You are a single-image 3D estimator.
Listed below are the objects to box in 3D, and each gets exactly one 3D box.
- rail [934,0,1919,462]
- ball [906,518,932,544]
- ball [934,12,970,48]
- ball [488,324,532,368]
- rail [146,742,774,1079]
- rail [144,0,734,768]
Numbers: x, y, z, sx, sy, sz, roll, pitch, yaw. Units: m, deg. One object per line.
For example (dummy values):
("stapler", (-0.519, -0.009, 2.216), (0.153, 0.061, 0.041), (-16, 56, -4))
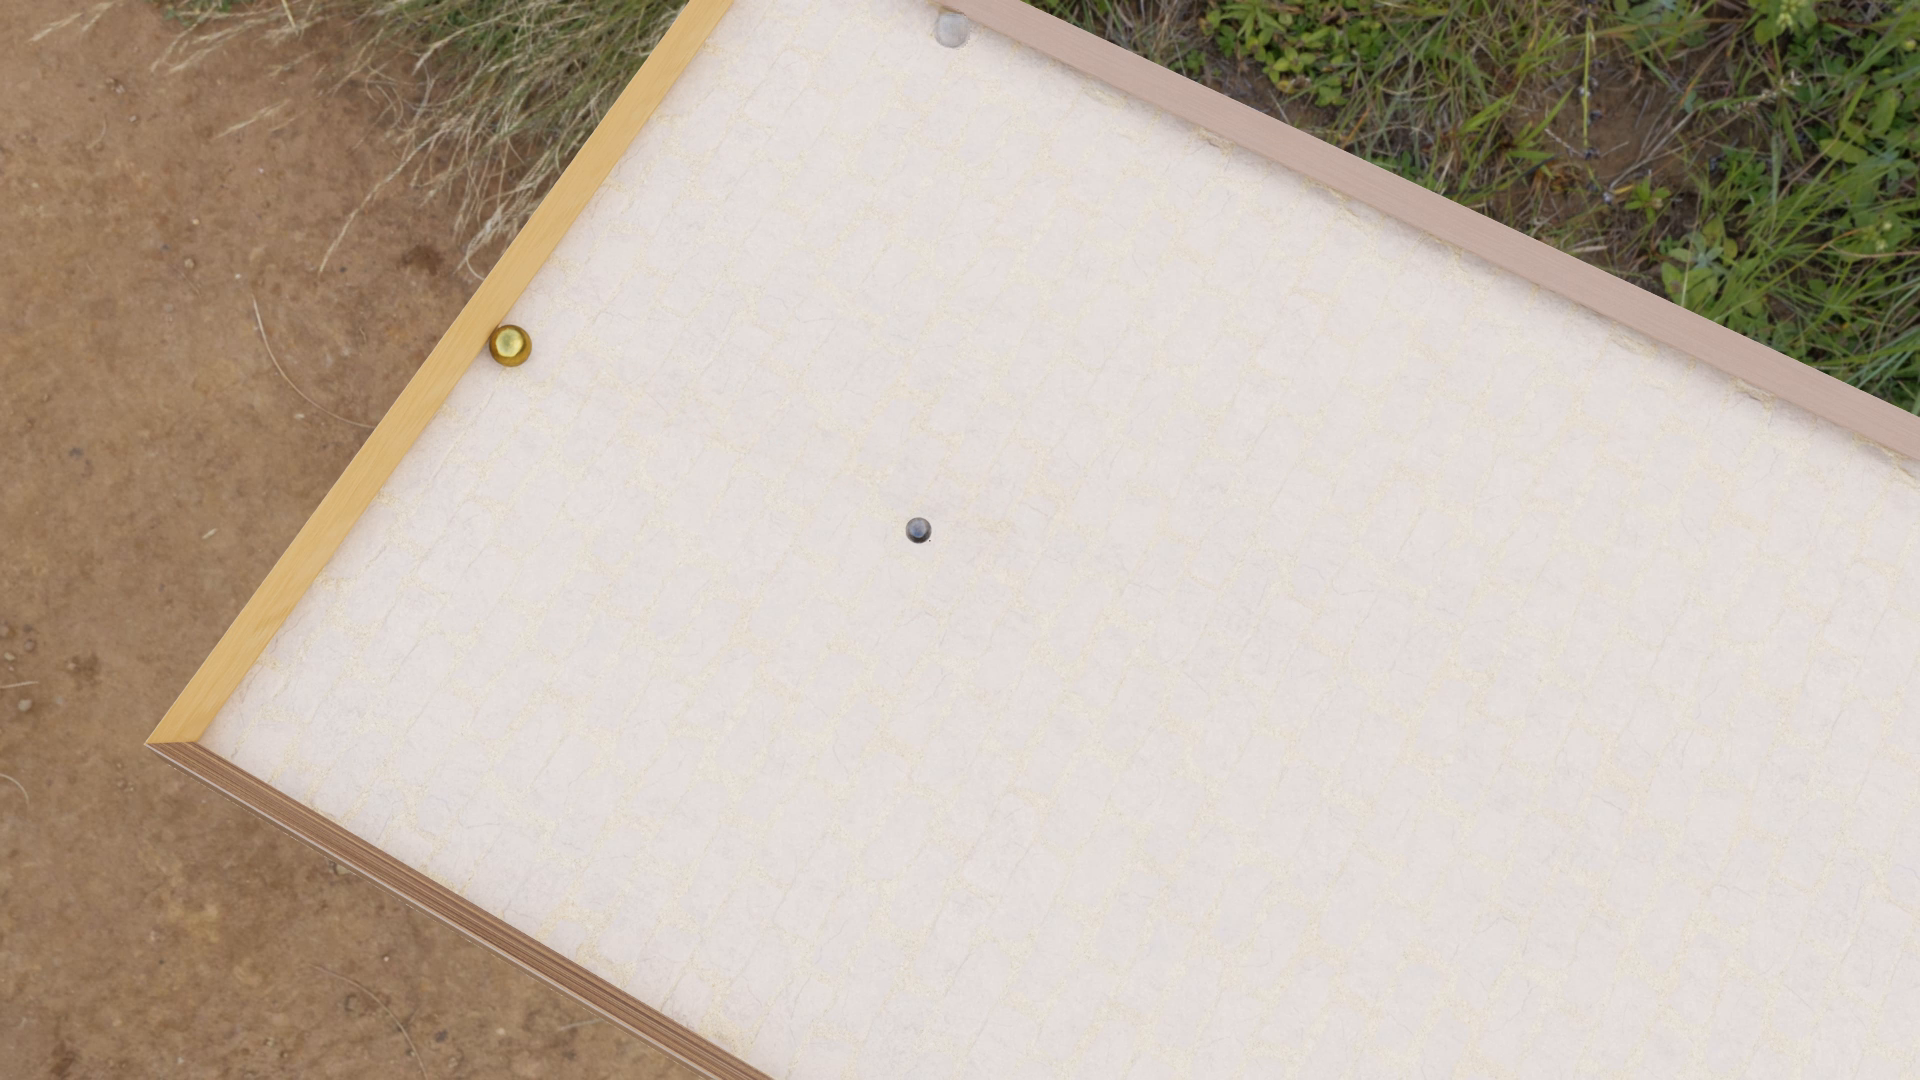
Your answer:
("rail", (1.219, -0.320, 3.622), (3.586, 0.092, 0.045), (27, 70, 11))
("ball", (-0.066, -0.015, 3.522), (0.043, 0.043, 0.043), (0, 67, 0))
("ball", (-0.015, -0.900, 3.879), (0.064, 0.064, 0.064), (0, 67, 0))
("ball", (-0.743, -0.321, 3.634), (0.071, 0.071, 0.071), (0, 67, 0))
("rail", (0.344, 1.117, 3.025), (3.586, 0.092, 0.045), (27, 70, 11))
("rail", (-0.761, -0.402, 3.656), (0.045, 0.092, 1.832), (27, 70, 11))
